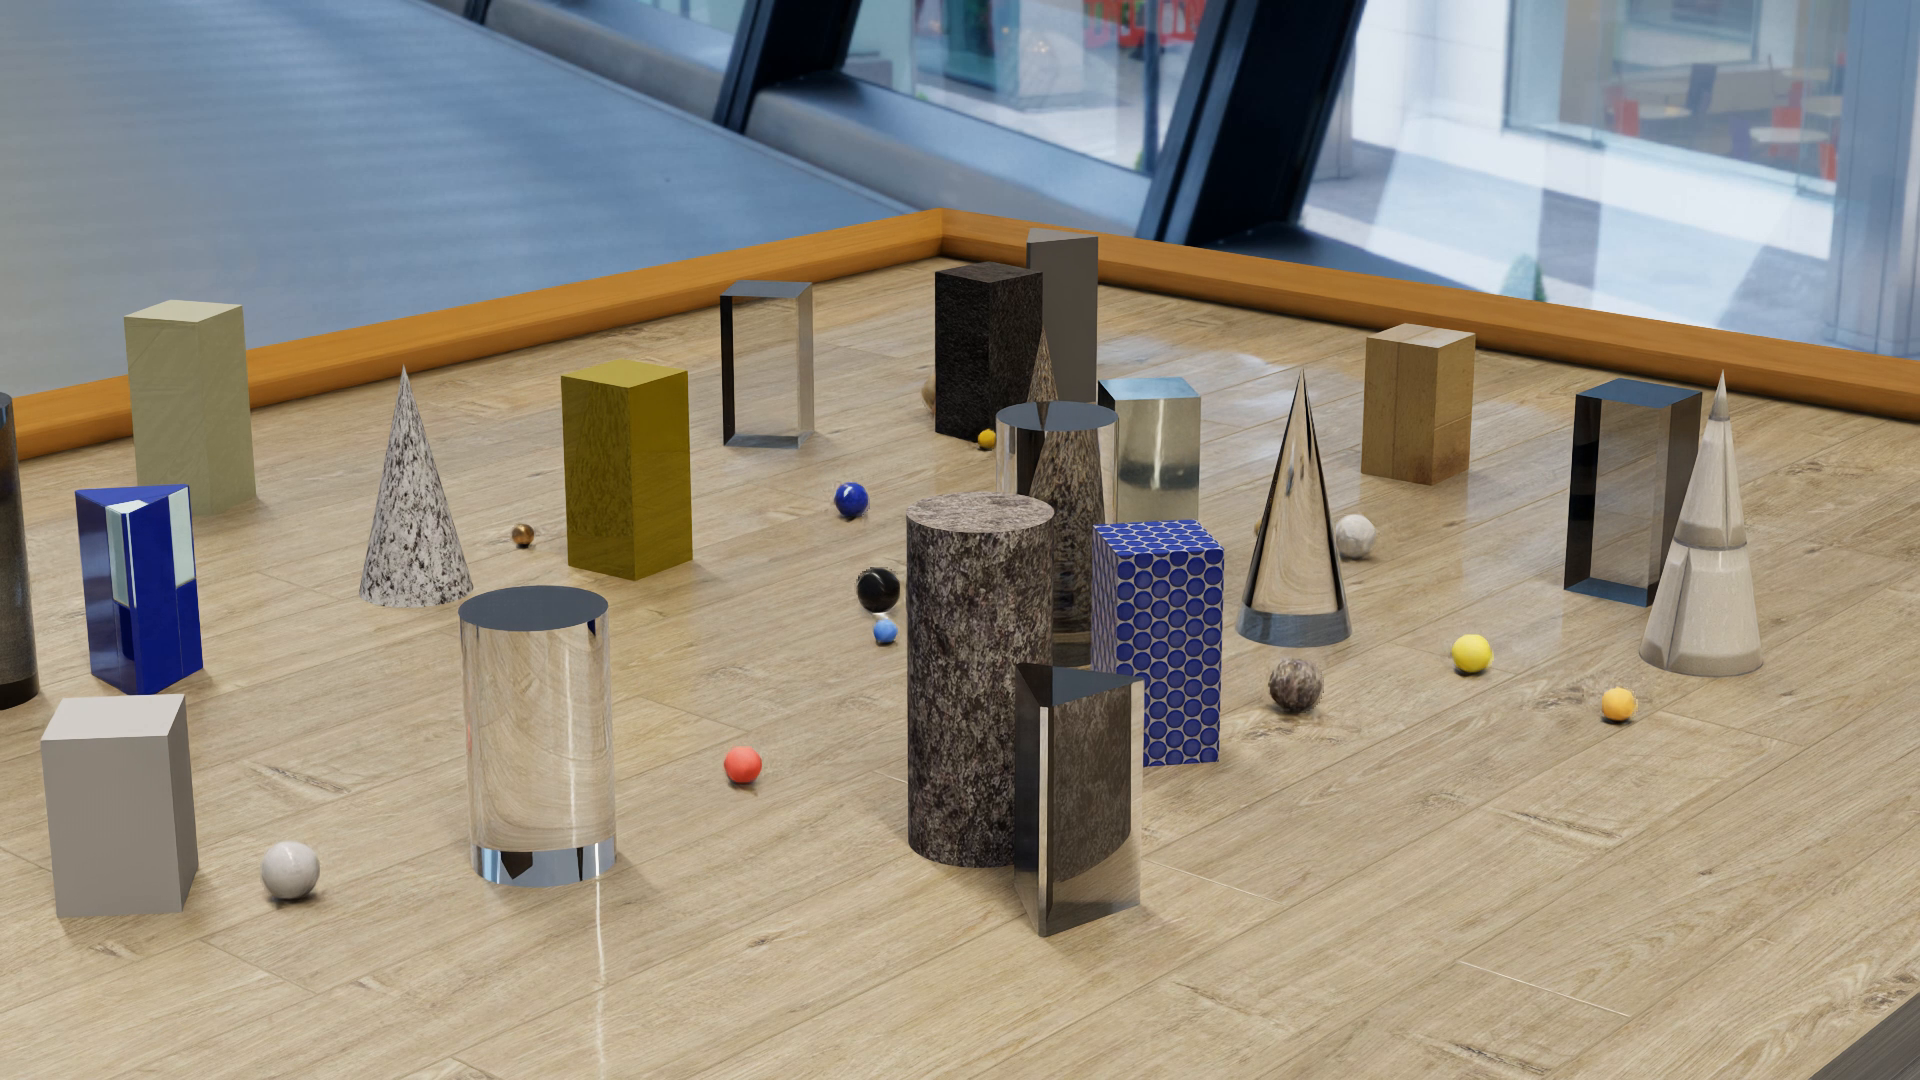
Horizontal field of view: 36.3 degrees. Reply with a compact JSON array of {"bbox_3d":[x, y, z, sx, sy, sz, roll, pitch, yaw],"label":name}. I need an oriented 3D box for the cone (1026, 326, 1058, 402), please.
[{"bbox_3d":[0.141,-0.128,5.022,0.199,0.496,0.199,0,17,0],"label":"cone"}]

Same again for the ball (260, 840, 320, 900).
[{"bbox_3d":[-0.884,0.436,3.874,0.077,0.077,0.077,0,17,0],"label":"ball"}]

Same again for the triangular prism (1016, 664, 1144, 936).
[{"bbox_3d":[0.124,0.327,3.825,0.172,0.313,0.149,-13,21,-38],"label":"triangular prism"}]

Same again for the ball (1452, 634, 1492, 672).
[{"bbox_3d":[0.827,0.183,4.738,0.063,0.063,0.063,0,17,0],"label":"ball"}]

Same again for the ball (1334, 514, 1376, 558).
[{"bbox_3d":[0.718,-0.007,5.341,0.079,0.079,0.079,0,17,0],"label":"ball"}]

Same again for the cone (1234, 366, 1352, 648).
[{"bbox_3d":[0.564,-0.070,4.891,0.199,0.460,0.199,0,17,0],"label":"cone"}]

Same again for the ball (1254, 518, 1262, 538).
[{"bbox_3d":[0.570,-0.019,5.428,0.051,0.051,0.051,0,17,0],"label":"ball"}]

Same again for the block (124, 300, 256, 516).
[{"bbox_3d":[-1.480,-0.255,5.644,0.159,0.380,0.159,5,18,17],"label":"block"}]

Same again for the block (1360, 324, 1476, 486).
[{"bbox_3d":[0.918,-0.273,5.876,0.159,0.280,0.159,12,21,35],"label":"block"}]

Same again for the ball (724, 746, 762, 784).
[{"bbox_3d":[-0.316,0.327,4.274,0.055,0.055,0.055,0,17,0],"label":"ball"}]

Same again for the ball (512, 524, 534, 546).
[{"bbox_3d":[-0.806,-0.009,5.413,0.041,0.041,0.041,0,17,0],"label":"ball"}]

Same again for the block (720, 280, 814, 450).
[{"bbox_3d":[-0.401,-0.367,6.120,0.159,0.320,0.159,3,17,9],"label":"block"}]

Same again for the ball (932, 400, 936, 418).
[{"bbox_3d":[-0.028,-0.278,6.269,0.063,0.063,0.063,0,17,0],"label":"ball"}]

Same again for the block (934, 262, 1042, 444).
[{"bbox_3d":[0.060,-0.394,6.162,0.159,0.346,0.159,-16,23,-42],"label":"block"}]

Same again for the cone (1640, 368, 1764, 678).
[{"bbox_3d":[1.217,-0.040,4.746,0.199,0.486,0.199,0,17,0],"label":"cone"}]

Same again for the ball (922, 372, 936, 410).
[{"bbox_3d":[-0.033,-0.318,6.342,0.098,0.098,0.098,0,17,0],"label":"ball"}]

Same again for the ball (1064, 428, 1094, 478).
[{"bbox_3d":[0.218,-0.173,5.857,0.100,0.100,0.100,0,17,0],"label":"ball"}]

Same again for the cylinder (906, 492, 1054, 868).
[{"bbox_3d":[0.027,0.189,4.005,0.199,0.474,0.199,0,17,0],"label":"cylinder"}]

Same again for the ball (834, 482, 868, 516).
[{"bbox_3d":[-0.208,-0.078,5.599,0.066,0.066,0.066,0,17,0],"label":"ball"}]

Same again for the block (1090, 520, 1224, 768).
[{"bbox_3d":[0.292,0.154,4.373,0.159,0.330,0.159,-3,17,-10],"label":"block"}]

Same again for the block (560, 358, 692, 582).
[{"bbox_3d":[-0.597,-0.128,5.267,0.159,0.354,0.159,11,20,33],"label":"block"}]

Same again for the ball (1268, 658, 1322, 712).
[{"bbox_3d":[0.522,0.226,4.564,0.082,0.082,0.082,0,17,0],"label":"ball"}]

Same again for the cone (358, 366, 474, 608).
[{"bbox_3d":[-0.957,-0.108,5.103,0.199,0.410,0.199,0,17,0],"label":"cone"}]

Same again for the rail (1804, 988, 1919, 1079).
[{"bbox_3d":[1.524,0.414,3.853,0.045,0.129,4.542,14,22,39],"label":"rail"}]

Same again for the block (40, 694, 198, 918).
[{"bbox_3d":[-1.106,0.349,3.869,0.159,0.247,0.159,-2,17,-6],"label":"block"}]

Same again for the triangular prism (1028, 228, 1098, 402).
[{"bbox_3d":[0.192,-0.492,6.449,0.172,0.369,0.149,-8,18,-25],"label":"triangular prism"}]

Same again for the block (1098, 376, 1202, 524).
[{"bbox_3d":[0.347,-0.142,5.432,0.159,0.286,0.159,-3,17,-8],"label":"block"}]

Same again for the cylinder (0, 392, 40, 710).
[{"bbox_3d":[-1.561,0.018,4.575,0.199,0.474,0.199,0,17,0],"label":"cylinder"}]

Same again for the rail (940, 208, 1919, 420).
[{"bbox_3d":[1.473,-0.457,6.745,4.084,0.129,0.045,14,22,39],"label":"rail"}]

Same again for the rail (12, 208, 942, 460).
[{"bbox_3d":[-1.524,-0.349,6.387,0.045,0.129,4.542,14,22,39],"label":"rail"}]

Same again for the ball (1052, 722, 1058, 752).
[{"bbox_3d":[0.108,0.293,4.353,0.075,0.075,0.075,0,17,0],"label":"ball"}]

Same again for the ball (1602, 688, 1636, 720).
[{"bbox_3d":[1.016,0.253,4.524,0.052,0.052,0.052,0,17,0],"label":"ball"}]

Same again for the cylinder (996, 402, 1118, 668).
[{"bbox_3d":[0.157,-0.011,4.803,0.199,0.397,0.199,0,17,0],"label":"cylinder"}]

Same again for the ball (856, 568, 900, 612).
[{"bbox_3d":[-0.140,0.087,5.034,0.077,0.077,0.077,0,17,0],"label":"ball"}]

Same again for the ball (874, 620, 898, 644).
[{"bbox_3d":[-0.124,0.152,4.880,0.040,0.040,0.040,0,17,0],"label":"ball"}]

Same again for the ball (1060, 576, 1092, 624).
[{"bbox_3d":[0.212,0.102,4.972,0.083,0.083,0.083,0,17,0],"label":"ball"}]

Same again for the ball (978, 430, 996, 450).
[{"bbox_3d":[0.057,-0.208,6.073,0.042,0.042,0.042,0,17,0],"label":"ball"}]

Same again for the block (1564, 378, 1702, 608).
[{"bbox_3d":[1.175,-0.085,5.123,0.159,0.354,0.159,13,21,38],"label":"block"}]

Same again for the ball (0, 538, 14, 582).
[{"bbox_3d":[-1.720,0.036,5.178,0.091,0.091,0.091,0,17,0],"label":"ball"}]

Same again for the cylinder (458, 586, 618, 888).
[{"bbox_3d":[-0.568,0.263,3.958,0.199,0.360,0.199,0,17,0],"label":"cylinder"}]

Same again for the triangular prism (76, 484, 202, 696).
[{"bbox_3d":[-1.289,0.073,4.680,0.149,0.307,0.172,-14,22,-39],"label":"triangular prism"}]
